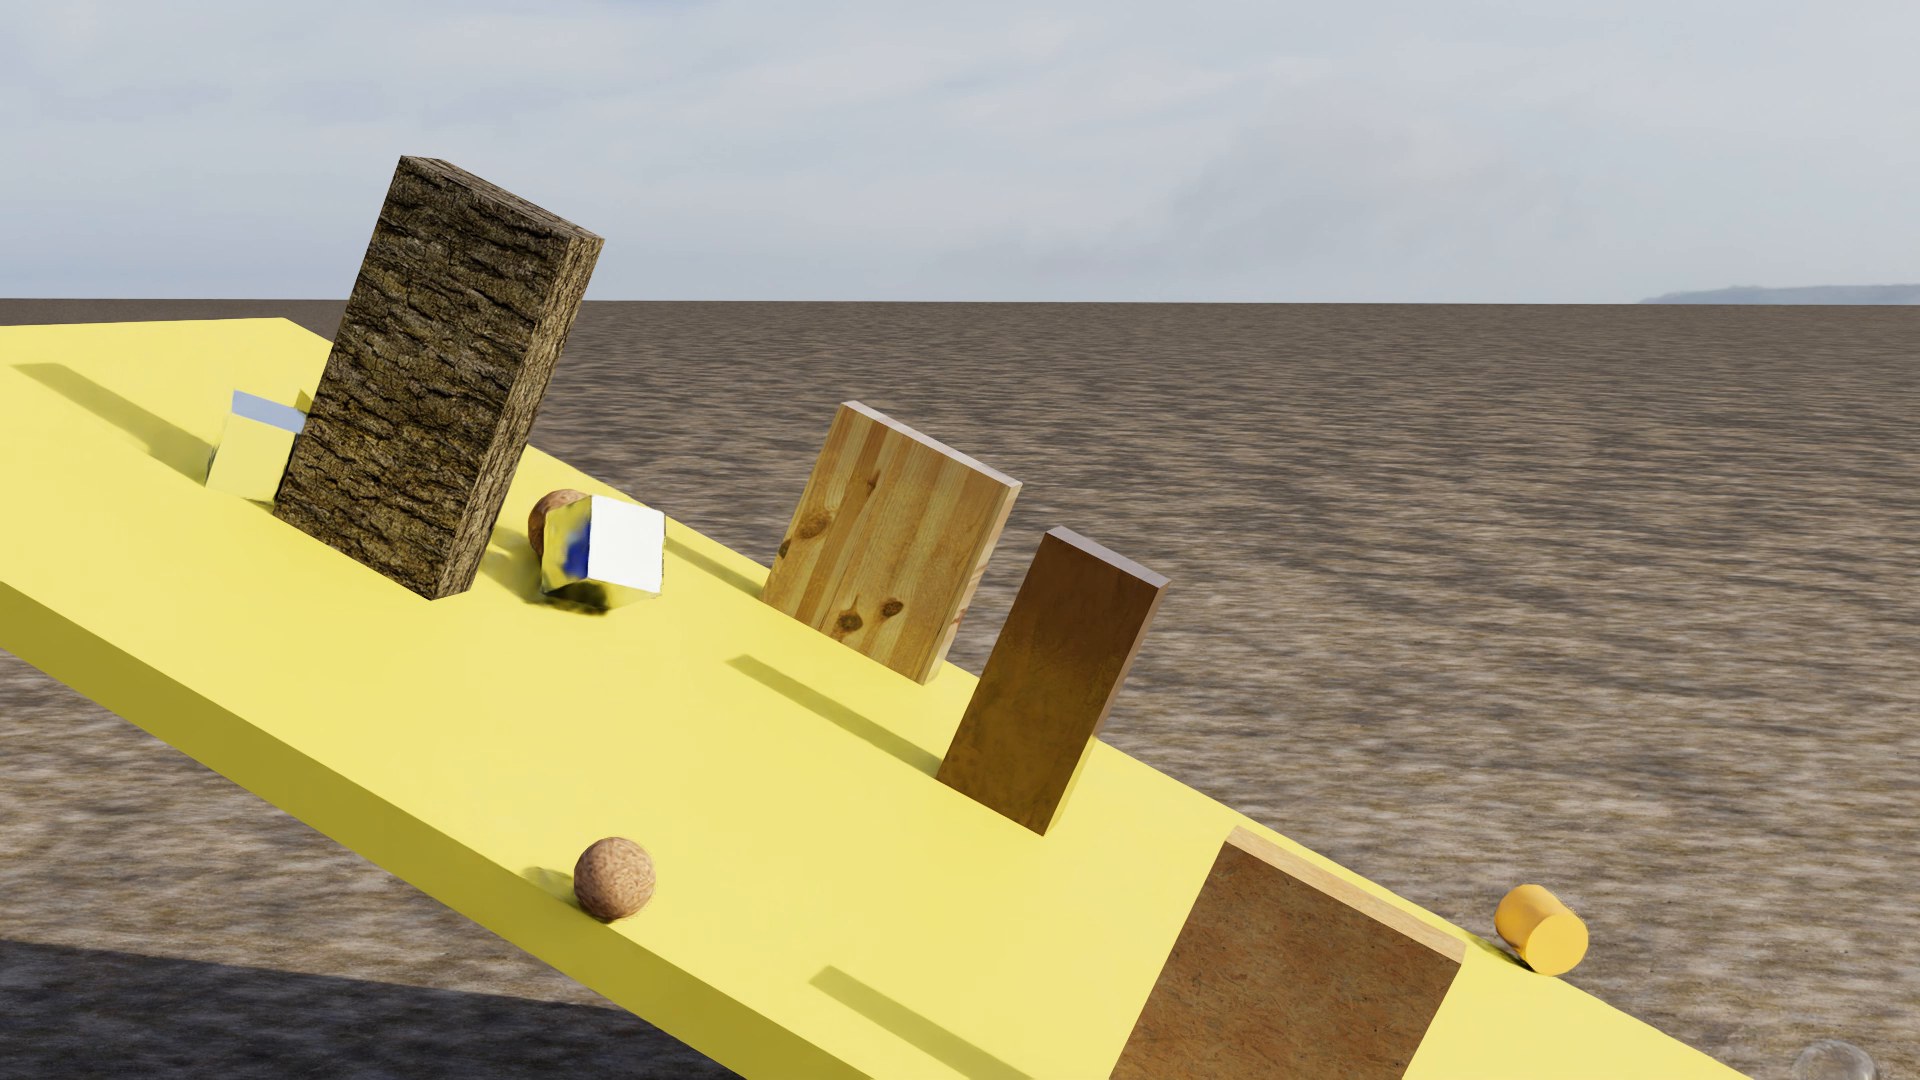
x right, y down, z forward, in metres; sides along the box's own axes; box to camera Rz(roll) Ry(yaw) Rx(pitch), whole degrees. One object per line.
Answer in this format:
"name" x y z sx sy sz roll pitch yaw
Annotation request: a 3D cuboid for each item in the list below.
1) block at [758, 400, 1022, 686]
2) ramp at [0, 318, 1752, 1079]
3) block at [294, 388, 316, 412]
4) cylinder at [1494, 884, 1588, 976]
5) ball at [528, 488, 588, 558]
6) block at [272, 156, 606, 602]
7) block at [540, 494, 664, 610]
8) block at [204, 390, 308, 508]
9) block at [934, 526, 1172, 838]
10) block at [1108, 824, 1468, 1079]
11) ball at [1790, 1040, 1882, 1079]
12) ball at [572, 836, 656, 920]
"block" -0.159 0.005 4.917 0.430 0.493 0.095 27 14 13
"ramp" -0.276 0.476 4.177 4.000 0.100 2.000 27 14 13
"block" -1.244 -0.174 4.443 0.179 0.179 0.179 10 19 -45
"cylinder" 1.275 0.855 4.825 0.148 0.148 0.148 -2 17 -14
"ball" -0.825 -0.025 4.615 0.163 0.163 0.163 0 7 0
"block" -0.990 -0.305 4.158 0.371 0.741 0.147 27 14 13
"block" -0.717 0.026 4.415 0.171 0.171 0.171 16 -23 -40
"block" -1.363 -0.175 4.285 0.158 0.158 0.158 18 14 -22
"block" 0.181 0.276 4.320 0.244 0.550 0.116 27 14 13
"block" 0.440 0.718 3.129 0.359 0.508 0.097 27 14 13
"ball" 1.900 1.182 4.767 0.190 0.190 0.190 0 7 0
"ball" -0.507 0.496 3.223 0.120 0.120 0.120 0 7 0
